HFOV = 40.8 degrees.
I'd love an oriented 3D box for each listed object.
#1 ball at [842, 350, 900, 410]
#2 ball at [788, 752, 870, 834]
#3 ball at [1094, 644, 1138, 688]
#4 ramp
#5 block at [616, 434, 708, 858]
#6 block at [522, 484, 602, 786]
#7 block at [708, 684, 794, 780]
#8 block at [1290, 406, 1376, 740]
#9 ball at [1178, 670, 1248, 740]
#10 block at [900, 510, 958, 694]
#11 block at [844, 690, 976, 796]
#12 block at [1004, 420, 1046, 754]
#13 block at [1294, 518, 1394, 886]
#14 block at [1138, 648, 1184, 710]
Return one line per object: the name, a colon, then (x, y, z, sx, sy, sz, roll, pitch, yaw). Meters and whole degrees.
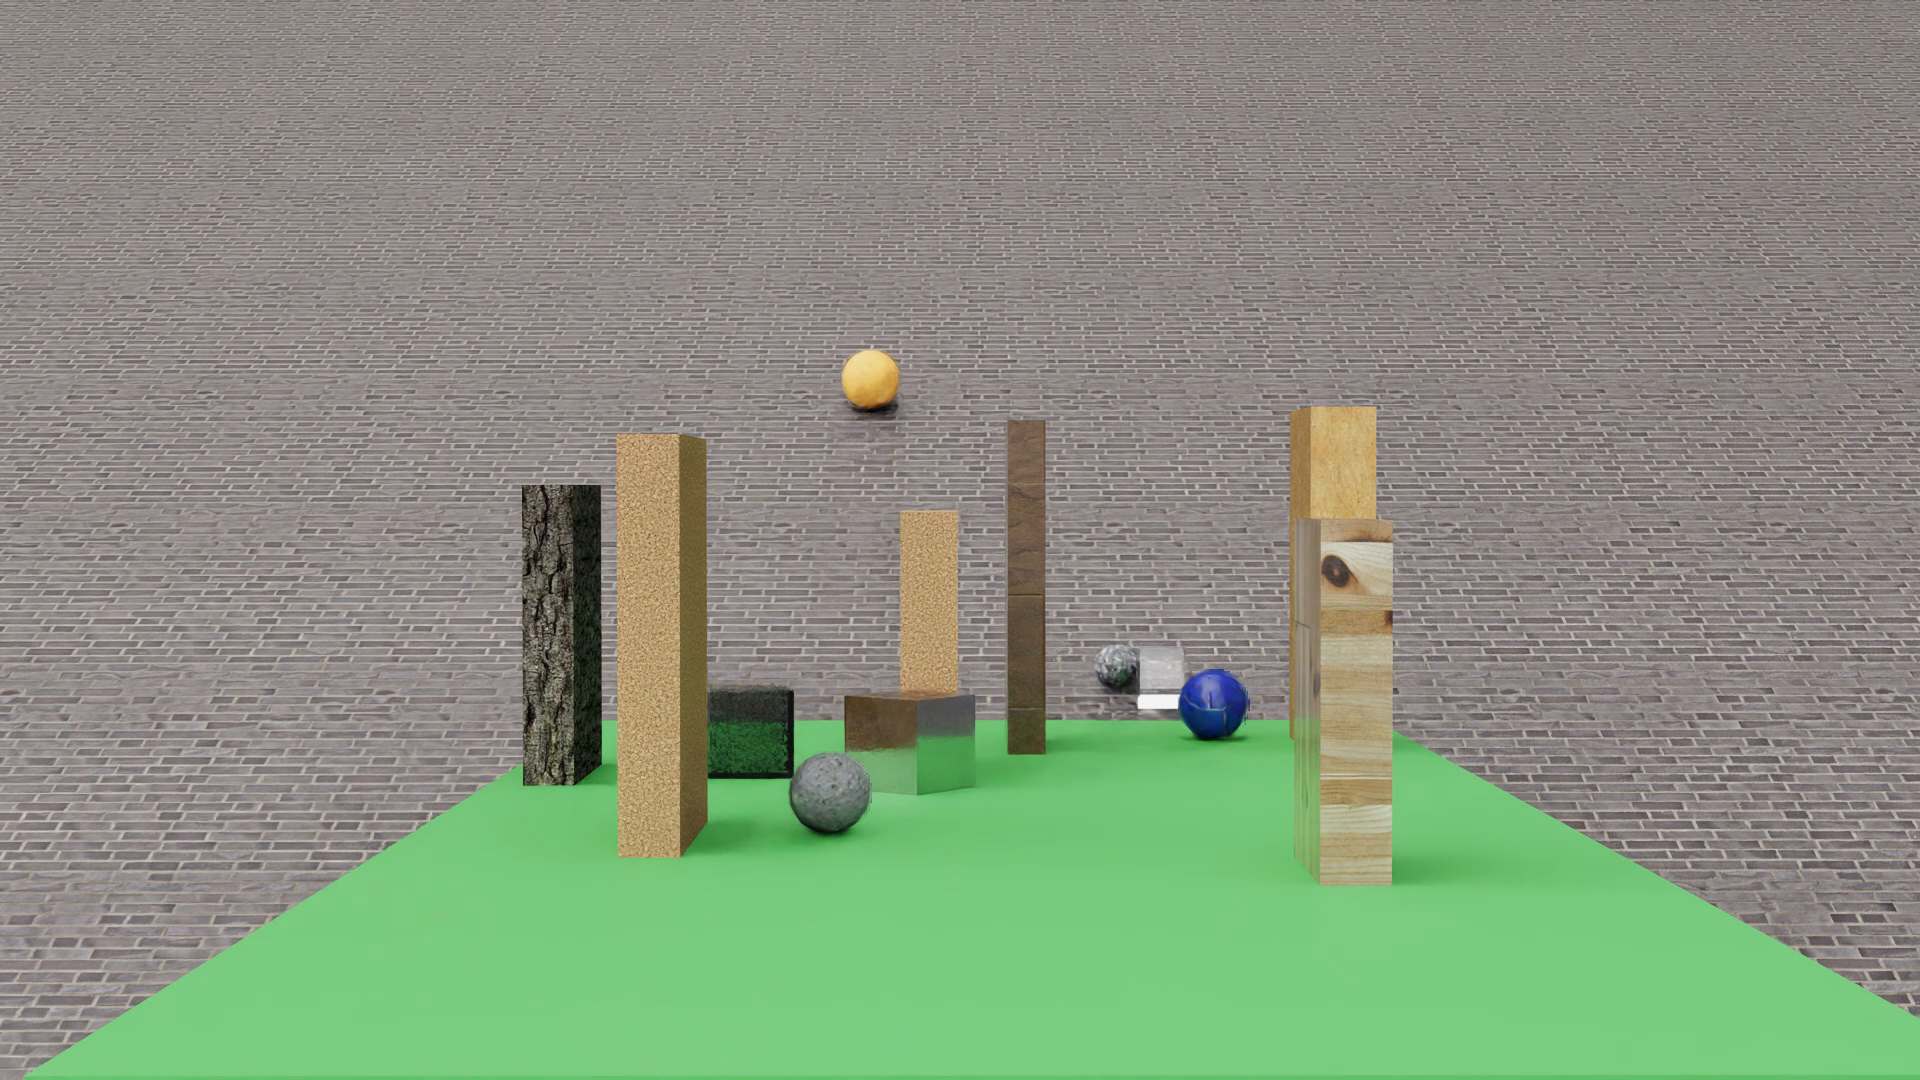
ball: (-0.294, -0.530, 8.523, 0.194, 0.194, 0.194, 0, 27, 0)
ball: (-0.223, 0.432, 4.410, 0.139, 0.139, 0.139, 0, 27, 0)
ball: (0.416, 0.337, 6.893, 0.119, 0.119, 0.119, 0, 27, 0)
ramp: (0.061, 0.548, 4.584, 2.000, 0.100, 4.000, 0, 1, 0)
block: (-0.497, 0.165, 4.336, 0.100, 0.676, 0.448, 0, 1, 0)
block: (-0.818, 0.185, 5.322, 0.101, 0.598, 0.402, 0, 1, 0)
block: (-0.442, 0.395, 5.336, 0.178, 0.178, 0.178, 0, 1, -11)
block: (0.855, 0.085, 5.939, 0.146, 0.772, 0.360, 0, 1, 0)
ball: (0.594, 0.388, 6.073, 0.163, 0.163, 0.163, 0, 27, 0)
block: (-0.063, 0.211, 5.394, 0.116, 0.543, 0.373, 0, 1, 0)
block: (-0.098, 0.397, 5.082, 0.183, 0.183, 0.183, 1, 1, 38)
block: (0.147, 0.102, 5.888, 0.084, 0.741, 0.334, 0, 1, 0)
block: (0.587, 0.239, 3.967, 0.106, 0.541, 0.296, 0, 1, 0)
block: (0.529, 0.366, 6.791, 0.117, 0.117, 0.117, 1, 59, 2)
